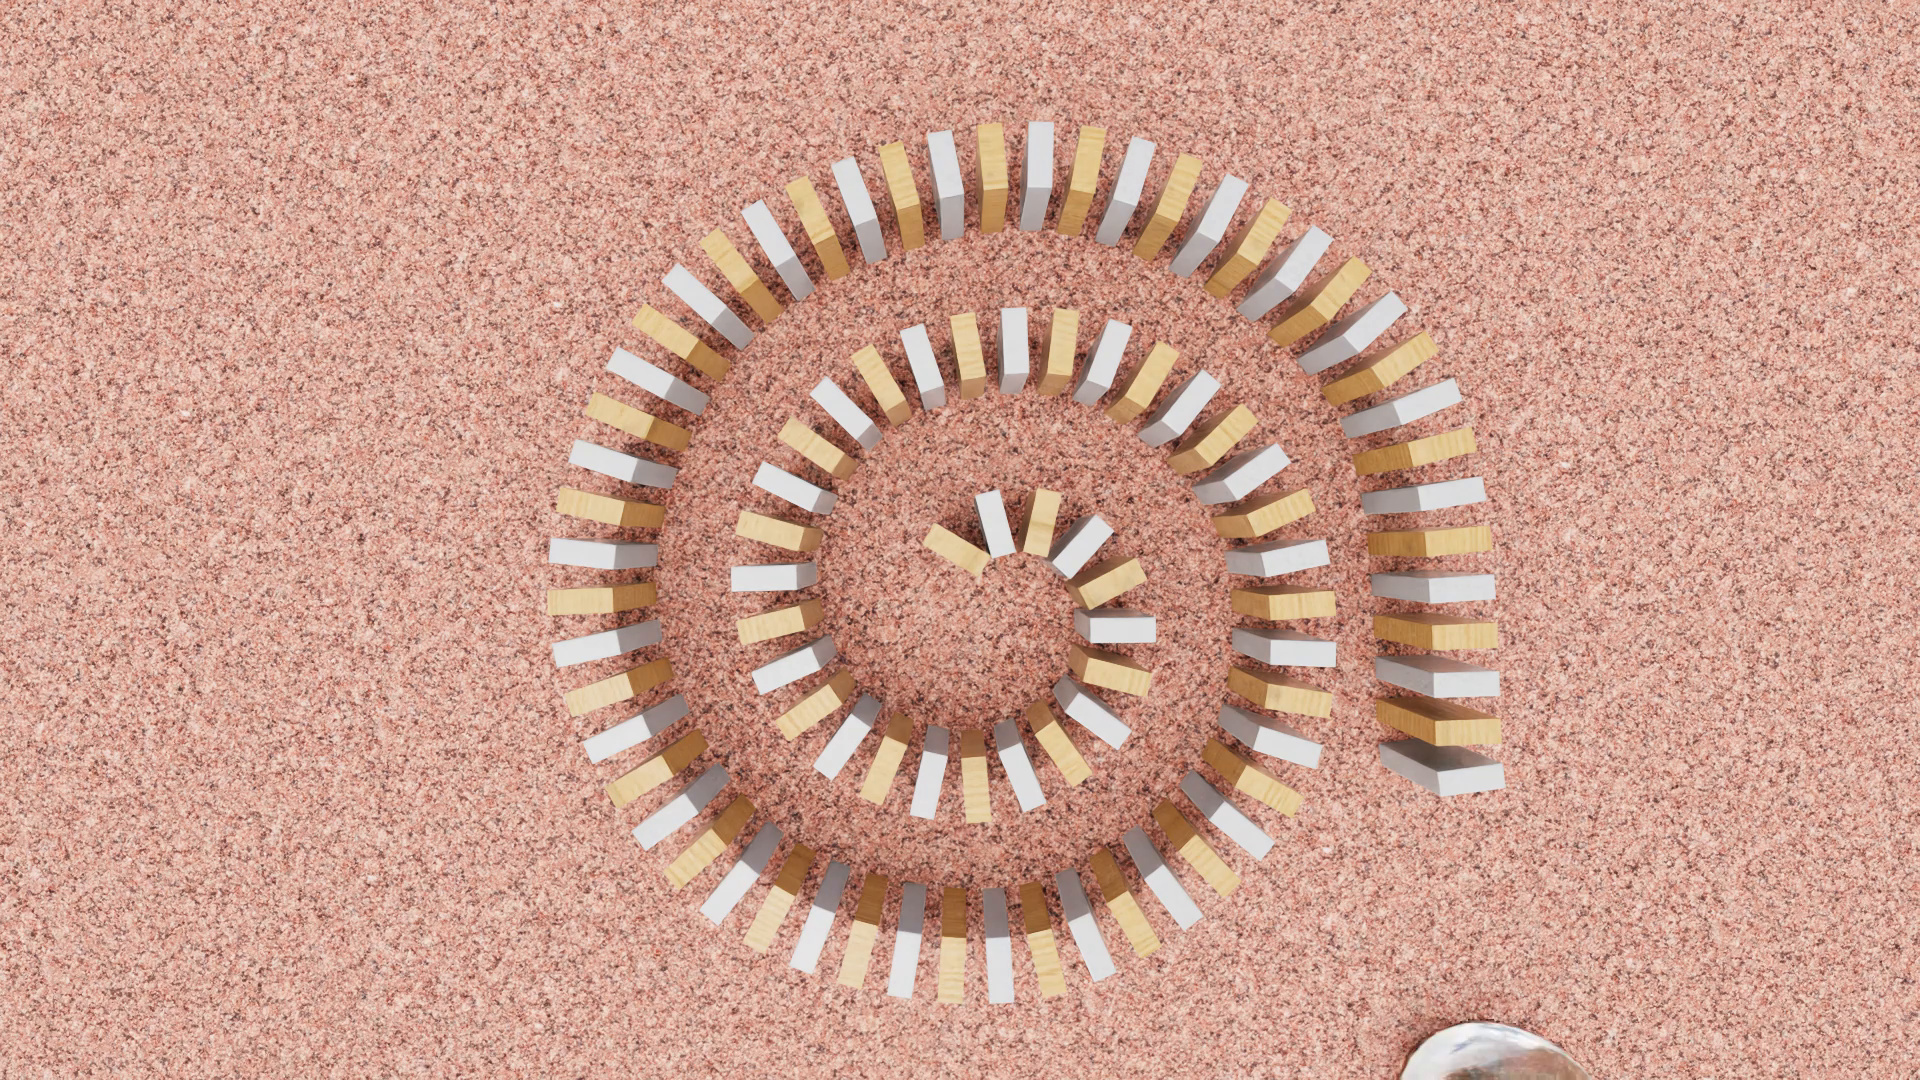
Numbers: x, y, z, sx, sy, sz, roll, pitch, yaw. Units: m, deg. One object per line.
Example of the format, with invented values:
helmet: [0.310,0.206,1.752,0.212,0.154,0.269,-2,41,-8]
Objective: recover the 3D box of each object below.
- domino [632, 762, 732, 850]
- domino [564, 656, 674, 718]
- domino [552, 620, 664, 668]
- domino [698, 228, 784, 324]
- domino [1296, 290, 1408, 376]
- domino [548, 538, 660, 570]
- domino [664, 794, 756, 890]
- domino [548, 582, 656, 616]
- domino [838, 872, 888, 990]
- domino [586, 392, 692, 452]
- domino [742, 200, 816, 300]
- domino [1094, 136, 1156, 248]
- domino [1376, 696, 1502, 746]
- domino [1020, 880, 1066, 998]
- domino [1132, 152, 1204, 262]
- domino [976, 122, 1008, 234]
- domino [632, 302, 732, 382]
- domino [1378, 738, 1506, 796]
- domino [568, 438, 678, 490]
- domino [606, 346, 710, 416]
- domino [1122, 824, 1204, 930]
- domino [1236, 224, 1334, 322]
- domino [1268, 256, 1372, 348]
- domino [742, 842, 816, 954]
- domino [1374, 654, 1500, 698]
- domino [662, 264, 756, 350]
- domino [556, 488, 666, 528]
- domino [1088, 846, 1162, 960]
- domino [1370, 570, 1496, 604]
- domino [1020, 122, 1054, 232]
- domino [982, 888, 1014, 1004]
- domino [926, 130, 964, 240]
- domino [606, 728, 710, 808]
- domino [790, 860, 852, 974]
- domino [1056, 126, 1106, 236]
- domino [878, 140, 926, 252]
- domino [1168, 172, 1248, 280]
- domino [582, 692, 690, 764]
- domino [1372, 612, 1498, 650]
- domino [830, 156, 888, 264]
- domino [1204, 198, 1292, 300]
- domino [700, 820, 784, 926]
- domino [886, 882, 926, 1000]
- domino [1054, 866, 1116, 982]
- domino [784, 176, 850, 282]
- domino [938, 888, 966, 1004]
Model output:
domino: [-0.113,0.108,0.375,0.025,0.050,0.009,-36,90,0]
domino: [-0.138,0.059,0.375,0.025,0.050,0.010,-19,90,0]
domino: [-0.143,0.042,0.375,0.025,0.050,0.009,-12,90,0]
domino: [-0.088,-0.107,0.375,0.010,0.050,0.025,-39,90,0]
domino: [0.159,-0.083,0.375,0.025,0.050,0.010,-42,90,0]
domino: [-0.144,0.005,0.375,0.025,0.050,0.010,6,90,0]
domino: [-0.101,0.122,0.375,0.025,0.050,0.009,-42,90,0]
domino: [-0.145,0.023,0.375,0.025,0.050,0.009,-2,90,0]
domino: [-0.039,0.158,0.375,0.009,0.050,0.025,15,90,0]
domino: [-0.130,-0.048,0.375,0.025,0.050,0.010,23,90,0]
domino: [-0.073,-0.117,0.375,0.010,0.050,0.025,-32,90,0]
domino: [0.067,-0.141,0.375,0.009,0.050,0.025,17,90,0]
domino: [0.194,0.073,0.375,0.025,0.050,0.009,-2,90,0]
domino: [0.033,0.162,0.375,0.009,0.050,0.025,-14,90,0]
domino: [0.084,-0.135,0.375,0.009,0.050,0.025,23,90,0]
domino: [0.013,-0.147,0.375,0.010,0.050,0.025,-6,90,0]
domino: [-0.113,-0.080,0.375,0.025,0.050,0.009,34,90,0]
domino: [0.196,0.092,0.375,0.025,0.050,0.010,-8,90,0]
domino: [-0.136,-0.030,0.375,0.025,0.050,0.010,18,90,0]
domino: [-0.122,-0.064,0.375,0.025,0.050,0.010,28,90,0]
domino: [0.082,0.137,0.375,0.009,0.050,0.025,-38,90,0]
domino: [0.132,-0.108,0.375,0.009,0.050,0.025,36,90,0]
domino: [0.146,-0.096,0.375,0.010,0.050,0.025,42,90,0]
domino: [-0.073,0.145,0.375,0.010,0.050,0.025,29,90,0]
domino: [0.194,0.055,0.375,0.025,0.050,0.010,-2,90,0]
domino: [-0.102,-0.094,0.375,0.025,0.050,0.010,42,90,0]
domino: [-0.141,-0.013,0.375,0.025,0.050,0.009,13,90,0]
domino: [0.067,0.147,0.375,0.010,0.050,0.025,-32,90,0]
domino: [0.192,0.019,0.375,0.025,0.050,0.010,-4,90,0]
domino: [0.031,-0.147,0.375,0.010,0.050,0.025,1,90,0]
domino: [0.015,0.164,0.375,0.010,0.050,0.025,-4,90,0]
domino: [-0.006,-0.144,0.375,0.010,0.050,0.025,-12,90,0]
domino: [-0.123,0.092,0.375,0.025,0.050,0.009,-30,90,0]
domino: [-0.056,0.153,0.375,0.009,0.050,0.025,21,90,0]
domino: [0.049,-0.145,0.375,0.010,0.050,0.025,10,90,0]
domino: [-0.023,-0.139,0.375,0.009,0.050,0.025,-17,90,0]
domino: [0.100,-0.127,0.375,0.010,0.050,0.025,27,90,0]
domino: [-0.131,0.076,0.375,0.025,0.050,0.009,-25,90,0]
domino: [0.193,0.037,0.375,0.025,0.050,0.009,-2,90,0]
domino: [-0.041,-0.133,0.375,0.009,0.050,0.025,-21,90,0]
domino: [0.116,-0.118,0.375,0.009,0.050,0.025,32,90,0]
domino: [-0.088,0.135,0.375,0.009,0.050,0.025,40,90,0]
domino: [-0.021,0.162,0.375,0.009,0.050,0.025,9,90,0]
domino: [0.051,0.156,0.375,0.010,0.050,0.025,-24,90,0]
domino: [-0.057,-0.126,0.375,0.009,0.050,0.025,-26,90,0]
domino: [-0.003,0.164,0.375,0.010,0.050,0.025,4,90,0]
